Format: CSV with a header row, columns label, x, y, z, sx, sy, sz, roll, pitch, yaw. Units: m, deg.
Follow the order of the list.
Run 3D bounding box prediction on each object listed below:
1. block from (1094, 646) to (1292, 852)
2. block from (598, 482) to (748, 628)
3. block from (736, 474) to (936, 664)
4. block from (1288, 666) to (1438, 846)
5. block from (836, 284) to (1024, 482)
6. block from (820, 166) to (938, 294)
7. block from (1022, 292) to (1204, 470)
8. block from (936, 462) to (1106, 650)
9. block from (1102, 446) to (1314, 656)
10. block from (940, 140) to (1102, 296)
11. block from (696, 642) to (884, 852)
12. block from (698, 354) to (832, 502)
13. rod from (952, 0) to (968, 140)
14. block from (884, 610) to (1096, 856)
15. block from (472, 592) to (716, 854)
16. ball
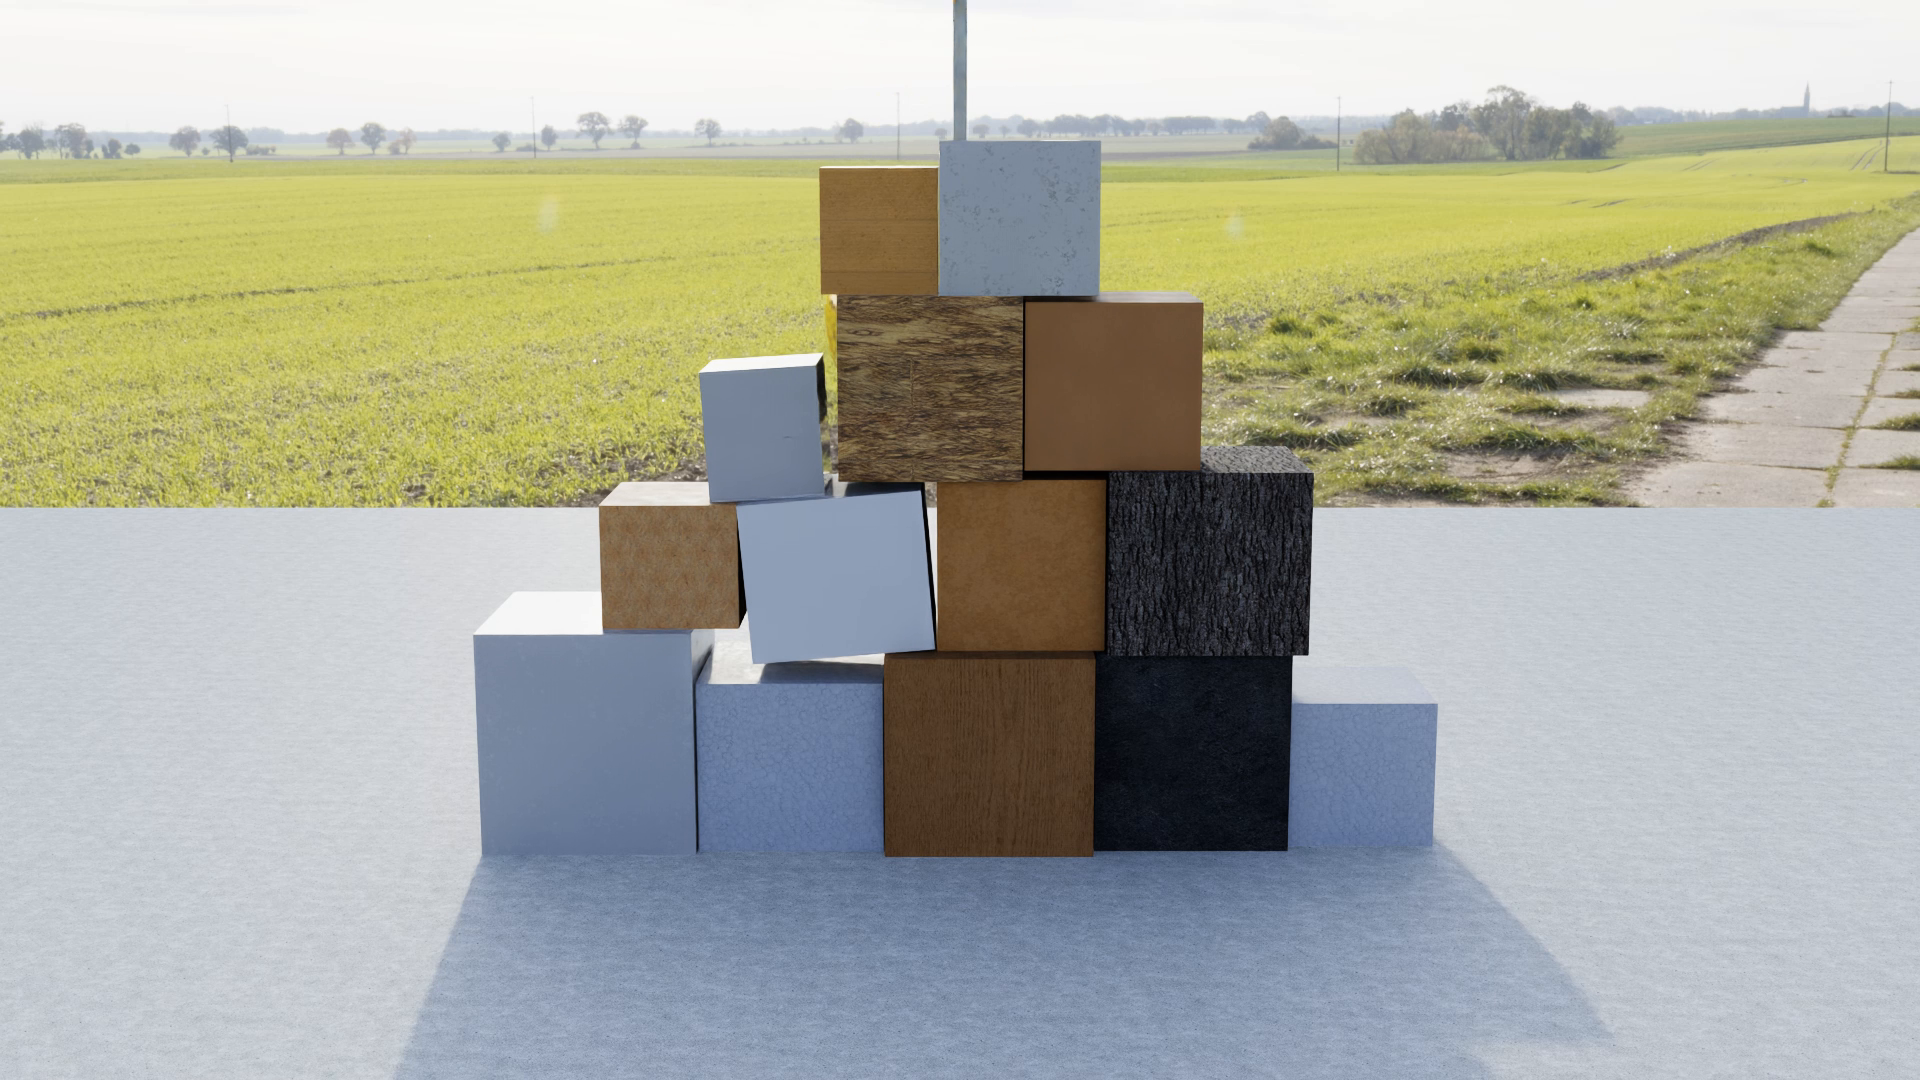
label,x,y,z,sx,sy,sz,roll,pitch,yaw
block,1.155,0.979,11.367,0.968,1.007,0.920,0,10,0
block,-1.430,0.069,11.174,0.676,0.619,0.739,0,10,0
block,-0.608,0.114,11.198,0.904,0.794,0.824,-5,10,1
block,2.015,1.109,11.398,0.731,0.740,0.777,0,10,0
block,-0.145,-0.801,11.042,0.896,0.900,0.849,0,10,0
block,-0.392,-1.539,10.886,0.566,0.607,0.579,0,10,0
block,0.743,-0.811,11.036,0.857,0.817,0.791,0,10,0
block,0.301,0.065,11.187,0.829,0.857,0.716,0,10,0
block,1.220,0.037,11.190,0.987,0.908,0.945,0,10,0
block,0.287,-1.601,10.870,0.772,0.735,0.692,0,10,0
block,-0.843,1.050,11.379,0.923,0.862,0.928,0,10,0
block,-0.967,-0.571,11.063,0.570,0.646,0.612,-4,10,1
rod,0.000,-4.253,11.321,0.080,5.200,0.080,0,31,0
block,0.145,0.977,11.378,1.033,1.007,1.126,0,10,0
block,-1.848,0.922,11.356,1.066,1.124,1.029,0,10,0
ball,0.000,-1.325,13.048,1.600,1.600,1.600,0,10,0
